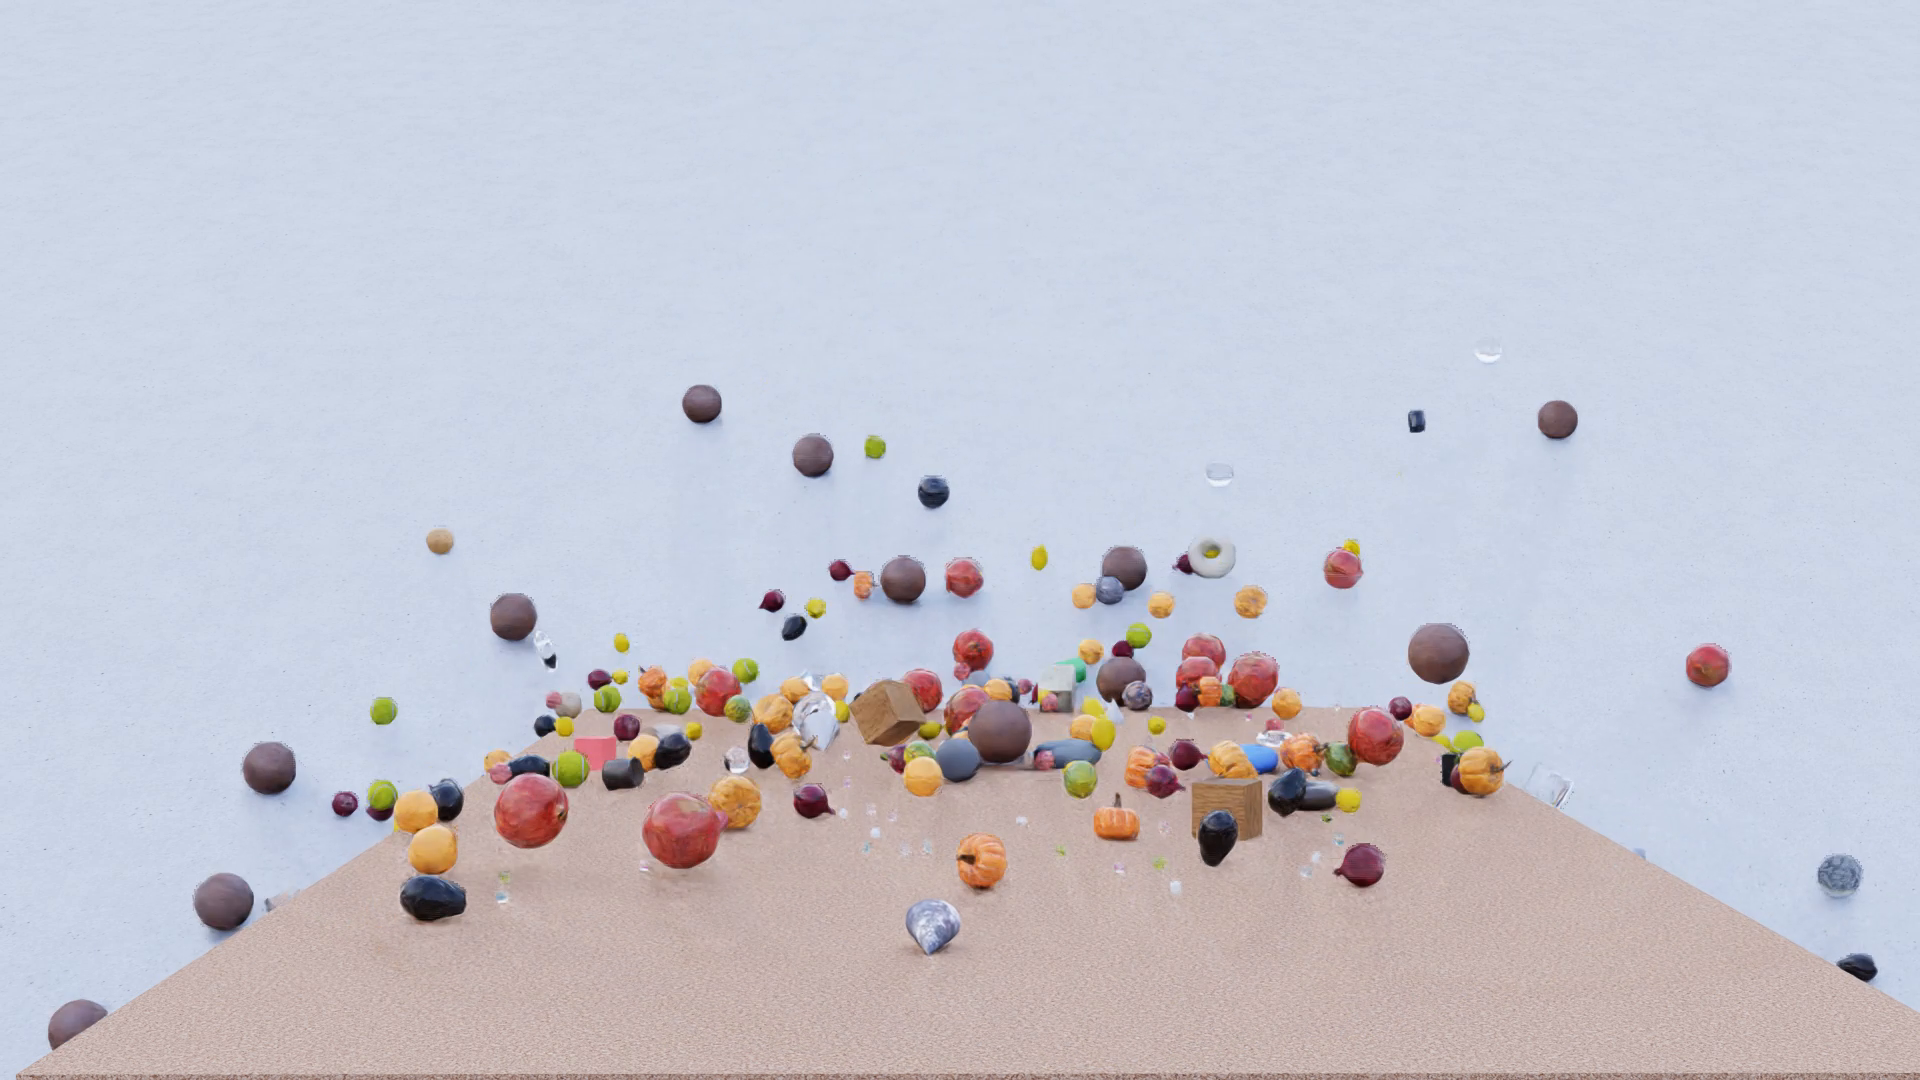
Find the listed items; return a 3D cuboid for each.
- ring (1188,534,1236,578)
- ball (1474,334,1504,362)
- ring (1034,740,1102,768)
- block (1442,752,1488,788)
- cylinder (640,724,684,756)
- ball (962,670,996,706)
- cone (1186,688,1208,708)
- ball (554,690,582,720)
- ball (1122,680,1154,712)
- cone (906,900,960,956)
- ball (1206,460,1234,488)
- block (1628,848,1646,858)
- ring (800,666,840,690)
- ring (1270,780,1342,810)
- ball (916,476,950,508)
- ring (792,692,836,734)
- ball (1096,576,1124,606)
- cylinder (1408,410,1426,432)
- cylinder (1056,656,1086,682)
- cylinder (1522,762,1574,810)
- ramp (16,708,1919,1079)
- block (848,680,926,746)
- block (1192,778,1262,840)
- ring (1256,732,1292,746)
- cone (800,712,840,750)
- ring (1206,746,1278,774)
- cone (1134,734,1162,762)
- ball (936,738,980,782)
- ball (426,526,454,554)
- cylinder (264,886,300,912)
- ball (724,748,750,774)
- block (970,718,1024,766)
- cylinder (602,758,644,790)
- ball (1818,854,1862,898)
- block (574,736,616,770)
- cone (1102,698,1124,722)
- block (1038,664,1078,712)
[{"bbox_3d":[0.710,0.047,7.253,0.136,0.045,0.136,-4,66,9],"label":"ring"},{"bbox_3d":[1.829,-0.663,8.922,0.100,0.100,0.100,0,26,0],"label":"ball"},{"bbox_3d":[0.219,0.437,5.265,0.139,0.046,0.139,-3,4,0],"label":"ring"},{"bbox_3d":[0.965,0.439,4.925,0.060,0.060,0.060,-1,2,-39],"label":"block"},{"bbox_3d":[-0.631,0.424,5.453,0.065,0.065,0.065,23,17,40],"label":"cylinder"},{"bbox_3d":[0.048,0.387,6.729,0.091,0.091,0.091,0,26,0],"label":"ball"},{"bbox_3d":[0.607,0.403,6.718,0.053,0.053,0.053,19,19,-23],"label":"cone"},{"bbox_3d":[-0.953,0.401,6.274,0.070,0.070,0.070,0,26,0],"label":"ball"},{"bbox_3d":[0.445,0.391,6.453,0.077,0.077,0.077,0,26,0],"label":"ball"},{"bbox_3d":[-0.036,0.498,3.220,0.071,0.071,0.071,2,28,4],"label":"cone"},{"bbox_3d":[0.803,-0.205,7.988,0.086,0.086,0.086,0,26,0],"label":"ball"},{"bbox_3d":[1.134,0.572,4.474,0.077,0.077,0.077,8,-8,-18],"label":"block"},{"bbox_3d":[-0.371,0.366,6.860,0.105,0.035,0.105,-1,26,0],"label":"ring"},{"bbox_3d":[0.617,0.456,4.611,0.129,0.043,0.129,-1,2,0],"label":"ring"},{"bbox_3d":[-0.081,-0.146,7.849,0.099,0.099,0.099,0,26,0],"label":"ball"},{"bbox_3d":[-0.332,0.397,5.849,0.112,0.037,0.112,-20,50,26],"label":"ring"},{"bbox_3d":[0.421,0.143,7.269,0.081,0.081,0.081,0,26,0],"label":"ball"},{"bbox_3d":[1.462,-0.379,8.256,0.053,0.053,0.053,-1,66,-3],"label":"cylinder"},{"bbox_3d":[0.292,0.350,6.839,0.066,0.066,0.066,-15,29,-18],"label":"cylinder"},{"bbox_3d":[1.313,0.560,5.779,0.093,0.093,0.093,30,5,-3],"label":"cylinder"},{"bbox_3d":[0.058,0.529,4.566,2.000,0.100,4.000,0,1,0],"label":"ramp"},{"bbox_3d":[-0.148,0.356,5.287,0.096,0.096,0.096,10,48,-55],"label":"block"},{"bbox_3d":[0.440,0.442,4.244,0.090,0.090,0.090,1,2,26],"label":"block"},{"bbox_3d":[0.691,0.437,5.670,0.080,0.027,0.080,-1,3,0],"label":"ring"},{"bbox_3d":[-0.299,0.433,5.576,0.090,0.090,0.090,-4,29,-8],"label":"cone"},{"bbox_3d":[0.565,0.439,5.158,0.145,0.048,0.145,-1,1,0],"label":"ring"},{"bbox_3d":[0.390,0.429,5.367,0.058,0.058,0.058,0,1,0],"label":"cone"},{"bbox_3d":[-0.005,0.423,4.961,0.086,0.086,0.086,0,26,0],"label":"ball"},{"bbox_3d":[-1.525,0.001,7.565,0.081,0.081,0.081,0,26,0],"label":"ball"},{"bbox_3d":[-1.528,0.830,5.850,0.069,0.069,0.069,-28,37,-35],"label":"cylinder"},{"bbox_3d":[-0.444,0.438,5.123,0.053,0.053,0.053,0,26,0],"label":"ball"},{"bbox_3d":[0.075,0.416,5.327,0.086,0.086,0.086,-1,2,-20],"label":"block"},{"bbox_3d":[-0.634,0.439,4.848,0.057,0.057,0.057,-8,22,21],"label":"cylinder"},{"bbox_3d":[2.027,0.774,5.942,0.096,0.096,0.096,0,26,0],"label":"ball"},{"bbox_3d":[-0.738,0.431,5.224,0.062,0.062,0.062,1,2,20],"label":"block"},{"bbox_3d":[0.368,0.408,6.194,0.057,0.057,0.057,0,1,0],"label":"cone"},{"bbox_3d":[0.243,0.370,6.432,0.084,0.084,0.084,0,46,10],"label":"block"}]
